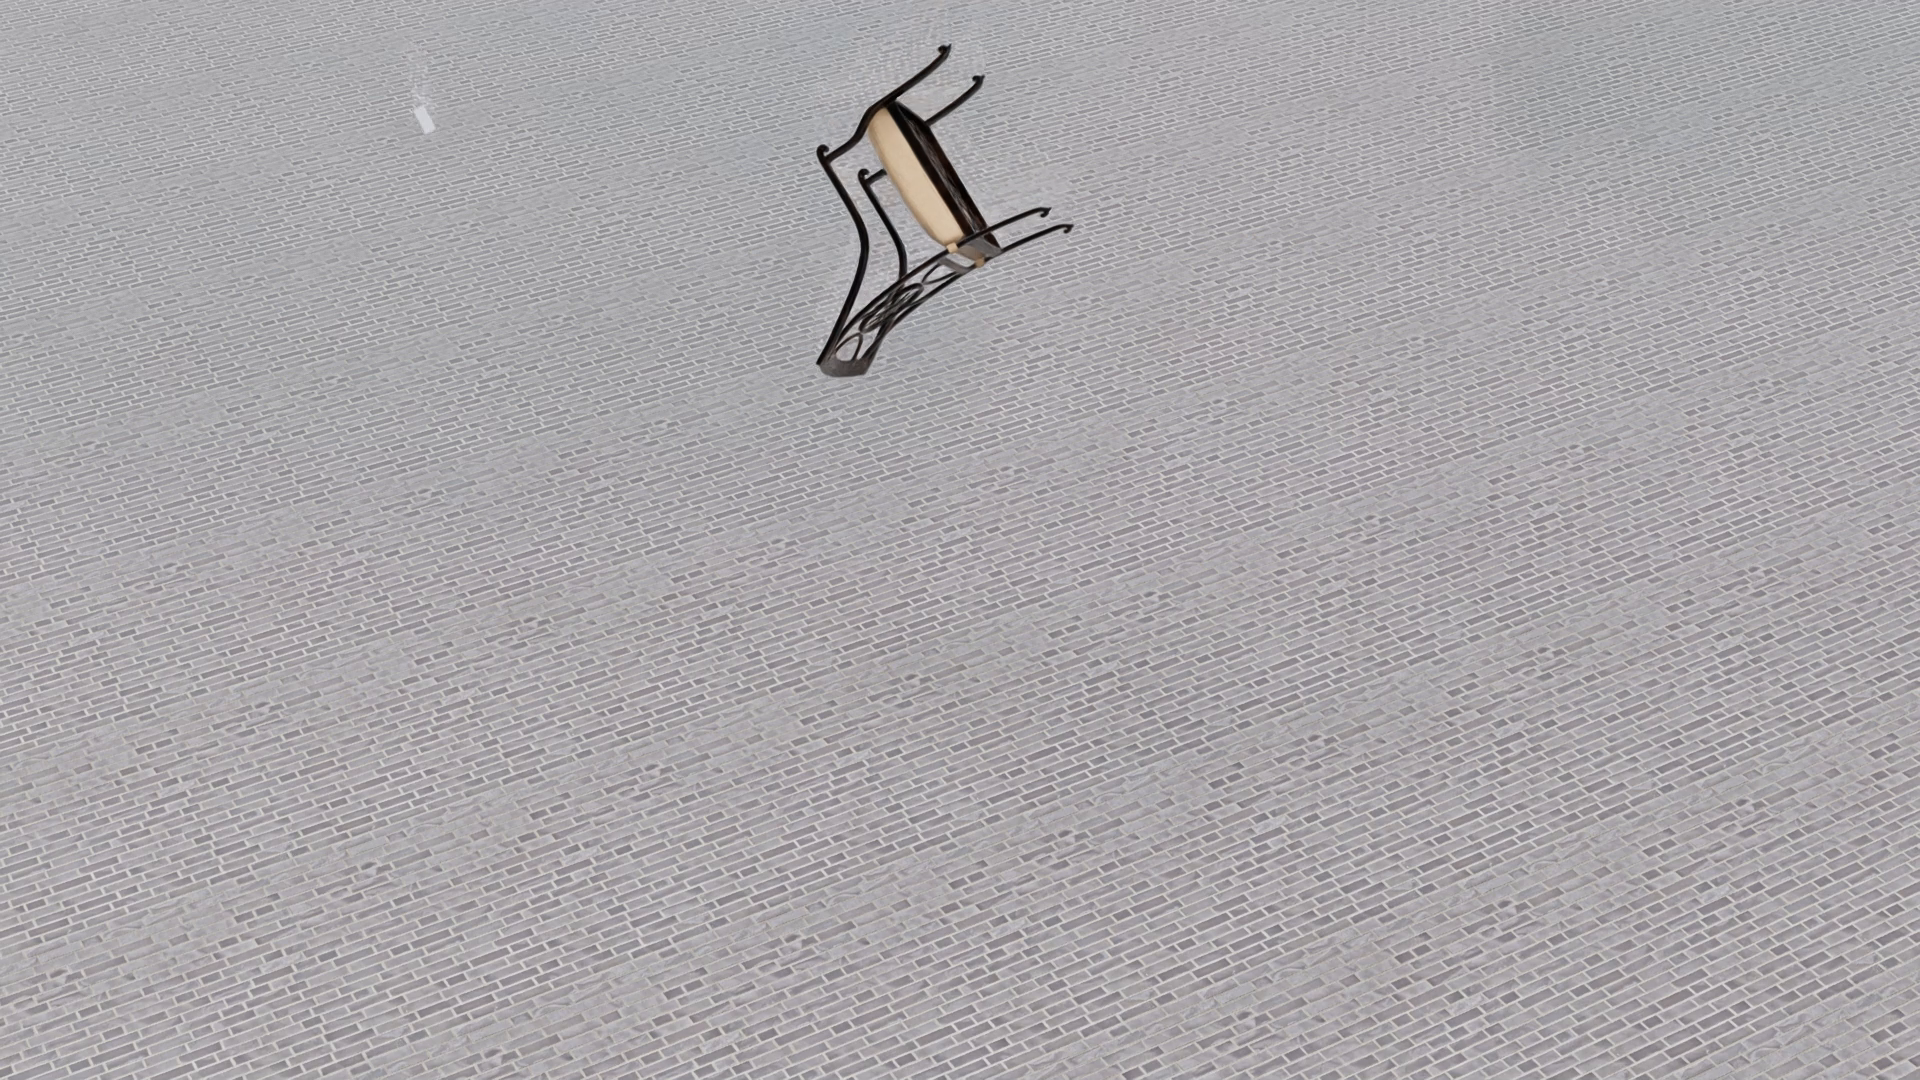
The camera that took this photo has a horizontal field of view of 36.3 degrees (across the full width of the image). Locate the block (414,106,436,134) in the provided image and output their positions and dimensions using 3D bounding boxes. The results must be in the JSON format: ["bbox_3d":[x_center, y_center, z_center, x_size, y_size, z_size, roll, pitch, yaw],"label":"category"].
[{"bbox_3d":[-1.636,-1.284,8.955,0.033,0.078,0.028,-30,9,-10],"label":"block"}]
